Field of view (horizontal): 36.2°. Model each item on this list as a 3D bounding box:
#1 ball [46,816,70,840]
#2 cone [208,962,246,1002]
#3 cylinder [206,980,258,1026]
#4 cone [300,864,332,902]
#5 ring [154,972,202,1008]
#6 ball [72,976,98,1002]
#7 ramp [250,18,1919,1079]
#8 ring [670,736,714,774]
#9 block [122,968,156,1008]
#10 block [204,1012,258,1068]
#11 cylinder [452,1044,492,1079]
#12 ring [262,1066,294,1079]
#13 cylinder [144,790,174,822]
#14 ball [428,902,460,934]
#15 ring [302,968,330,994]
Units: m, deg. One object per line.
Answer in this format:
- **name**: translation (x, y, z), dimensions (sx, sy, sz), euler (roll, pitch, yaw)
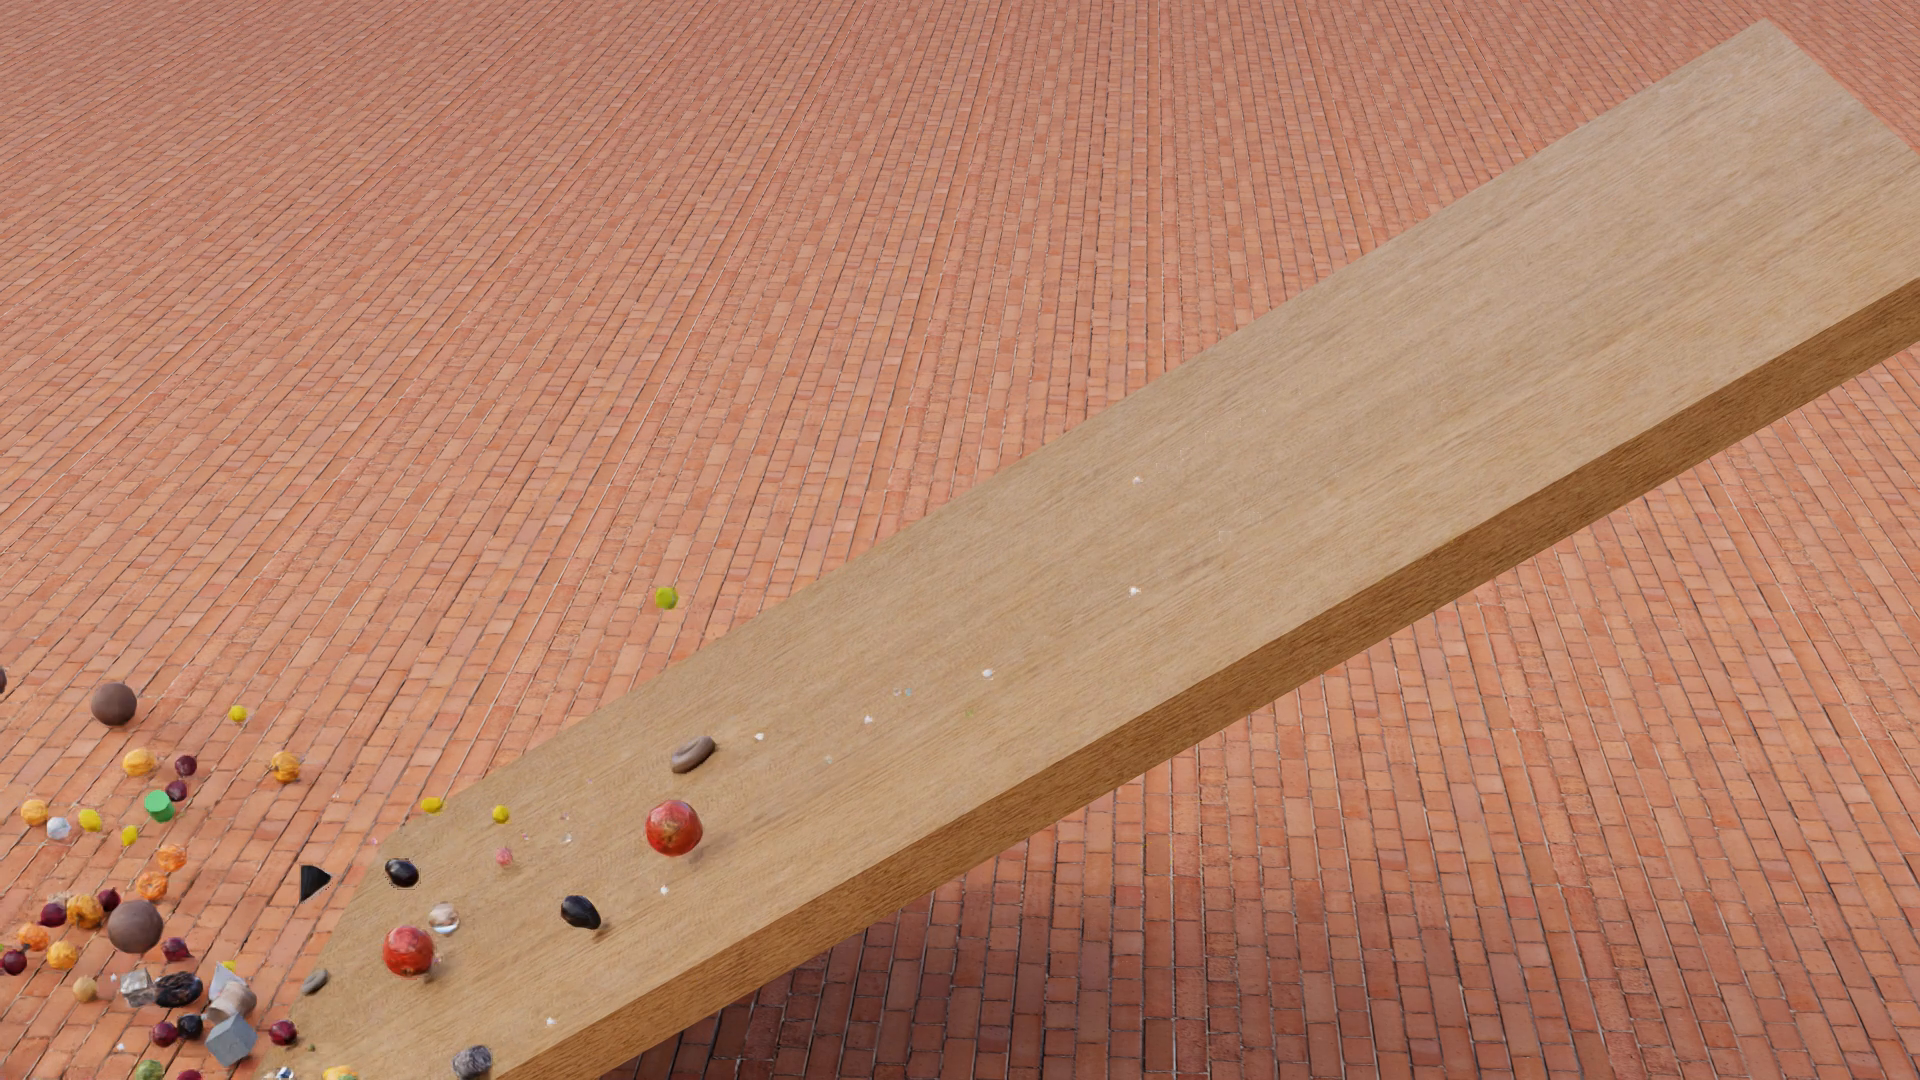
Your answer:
- **ball**: translation (-2.409, 0.770, 7.854), dimensions (0.062, 0.062, 0.062), euler (0, 20, 0)
- **cone**: translation (-1.750, 1.034, 6.982), dimensions (0.090, 0.090, 0.090), euler (-6, 32, 4)
- **cylinder**: translation (-1.707, 1.093, 6.894), dimensions (0.084, 0.084, 0.084), euler (10, 45, 25)
- **cone**: translation (-1.599, 0.855, 7.226), dimensions (0.082, 0.082, 0.082), euler (8, 57, 21)
- **ring**: translation (-1.874, 1.077, 7.041), dimensions (0.122, 0.041, 0.122), euler (-4, 24, 2)
- **ball**: translation (-2.090, 1.073, 7.029), dimensions (0.060, 0.060, 0.060), euler (0, 20, 0)
- **ramp**: translation (0.140, 0.170, 6.294), dimensions (4.000, 0.100, 2.000), euler (-31, 15, 14)
- **ring**: translation (-0.604, 0.483, 6.624), dimensions (0.116, 0.039, 0.116), euler (-33, 14, 9)
- **block**: translation (-1.918, 1.046, 6.866), dimensions (0.058, 0.058, 0.058), euler (-16, 44, -3)
- **block**: translation (-1.672, 1.148, 6.749), dimensions (0.076, 0.076, 0.076), euler (-33, 15, 11)
- **cylinder**: translation (-0.942, 1.007, 5.674), dimensions (0.054, 0.054, 0.054), euler (-27, 5, 31)
- **ring**: translation (-1.479, 1.177, 6.318), dimensions (0.112, 0.037, 0.112), euler (-34, 18, 12)
- **cylinder**: translation (-2.159, 0.719, 7.935), dimensions (0.065, 0.065, 0.065), euler (0, 59, 0)
- **ball**: translation (-1.159, 0.848, 6.602), dimensions (0.069, 0.069, 0.069), euler (0, 20, 0)
- **ring**: translation (-1.502, 1.029, 6.851), dimensions (0.075, 0.025, 0.075), euler (-31, 16, 10)
